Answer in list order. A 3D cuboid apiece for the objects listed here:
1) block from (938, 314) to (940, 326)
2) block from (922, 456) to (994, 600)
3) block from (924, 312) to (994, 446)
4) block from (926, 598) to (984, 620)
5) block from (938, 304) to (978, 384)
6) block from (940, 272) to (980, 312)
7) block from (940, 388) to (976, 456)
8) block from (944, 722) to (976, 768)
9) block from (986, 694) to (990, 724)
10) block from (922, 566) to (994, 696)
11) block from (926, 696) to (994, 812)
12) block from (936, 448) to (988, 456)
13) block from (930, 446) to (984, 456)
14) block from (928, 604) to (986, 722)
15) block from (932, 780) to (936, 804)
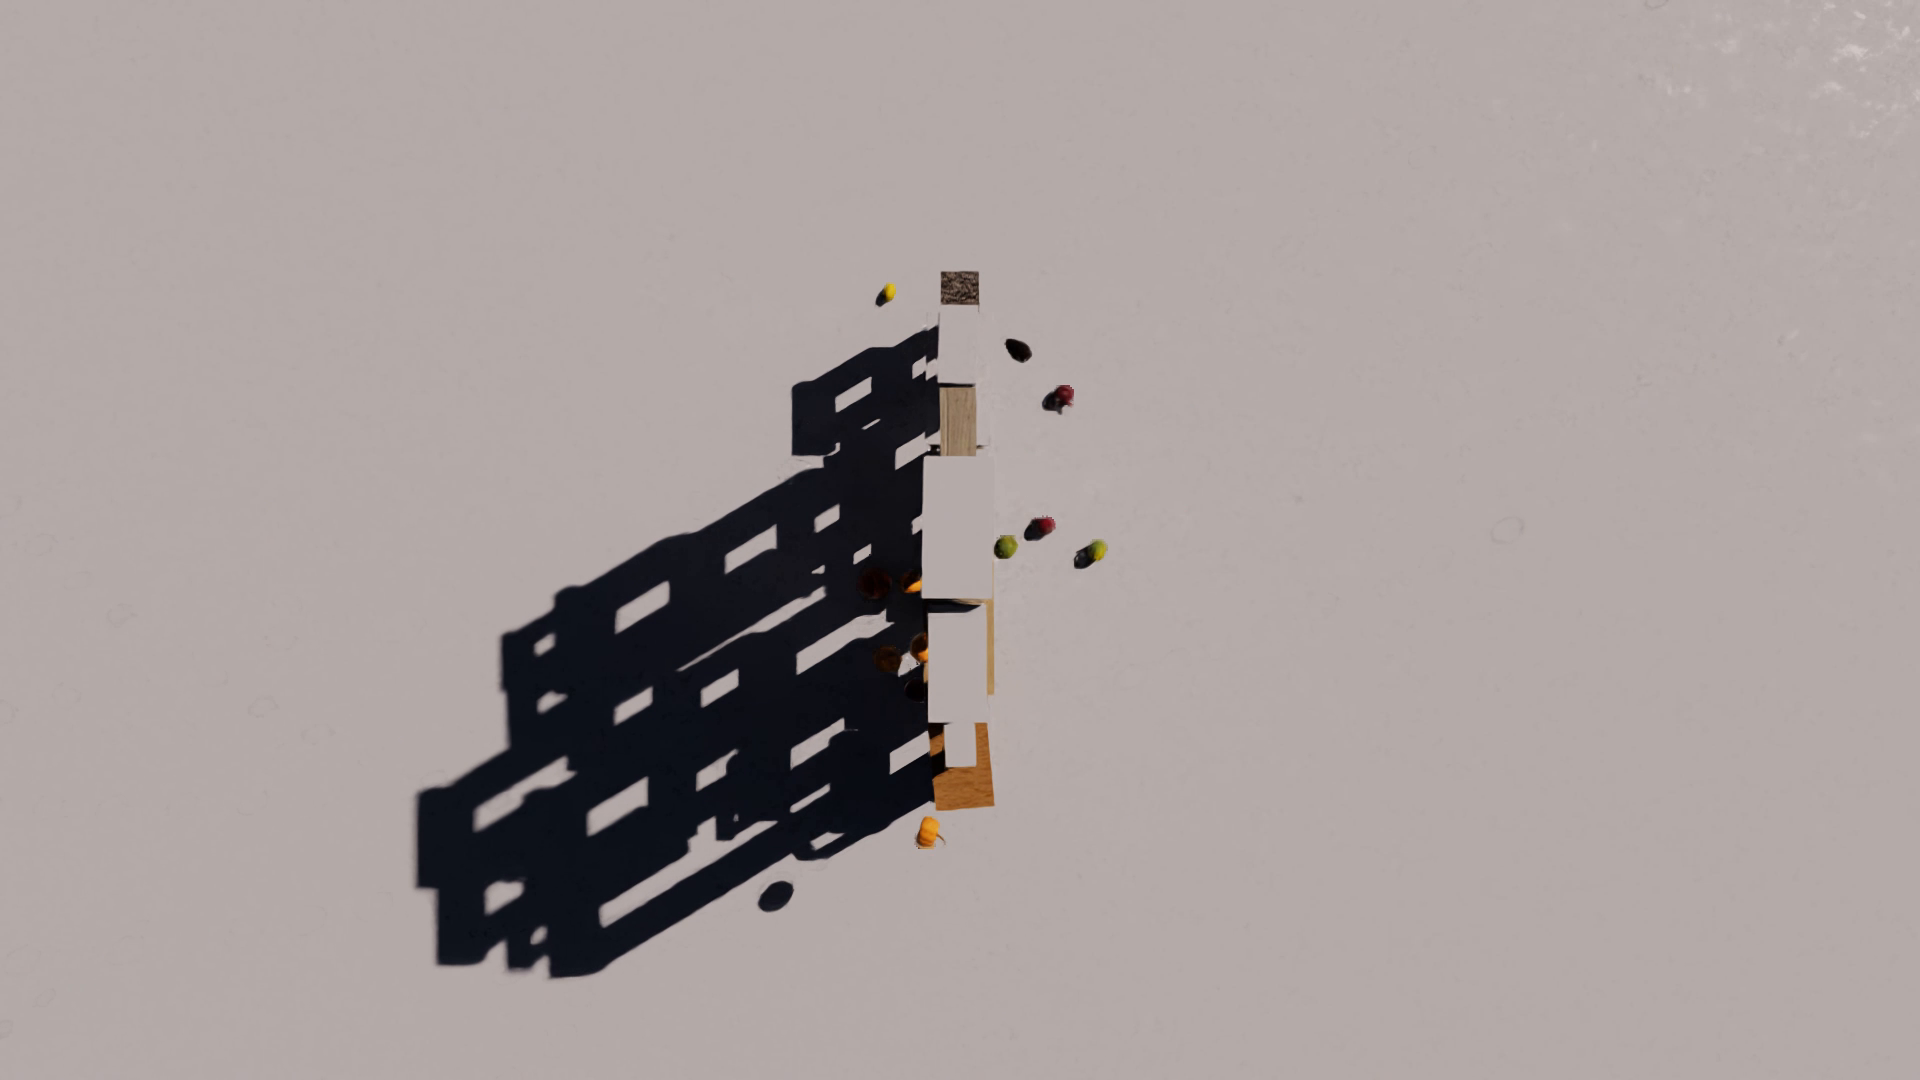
[{"bbox_3d":[-0.005,-0.537,4.111,0.094,0.189,0.027,1,90,0],"label":"block"},{"bbox_3d":[-0.005,-0.028,3.757,0.161,0.046,0.322,1,90,0],"label":"block"},{"bbox_3d":[-0.003,-0.411,4.230,0.169,0.048,0.338,1,90,0],"label":"block"},{"bbox_3d":[-0.008,0.175,3.966,0.136,0.272,0.039,-11,91,0],"label":"block"},{"bbox_3d":[-0.005,-0.475,4.003,0.095,0.027,0.189,2,90,0],"label":"block"},{"bbox_3d":[0.000,-0.697,5.003,0.116,0.033,0.231,0,90,0],"label":"block"},{"bbox_3d":[-0.004,-0.282,4.018,0.088,0.025,0.175,0,90,0],"label":"block"},{"bbox_3d":[0.000,0.473,4.002,0.075,0.021,0.150,-2,90,0],"label":"block"},{"bbox_3d":[0.000,0.443,4.357,0.149,0.299,0.042,0,91,0],"label":"block"},{"bbox_3d":[-0.003,0.209,4.128,0.176,0.050,0.353,0,90,0],"label":"block"},{"bbox_3d":[0.000,0.530,4.185,0.149,0.042,0.299,-5,90,0],"label":"block"},{"bbox_3d":[0.003,-0.105,4.241,0.130,0.037,0.260,1,90,0],"label":"block"},{"bbox_3d":[-0.005,-0.380,4.613,0.149,0.042,0.298,1,90,0],"label":"block"},{"bbox_3d":[-0.006,0.284,3.811,0.136,0.039,0.272,0,90,0],"label":"block"},{"bbox_3d":[0.002,0.646,4.672,0.149,0.931,0.042,0,91,0],"label":"block"}]
